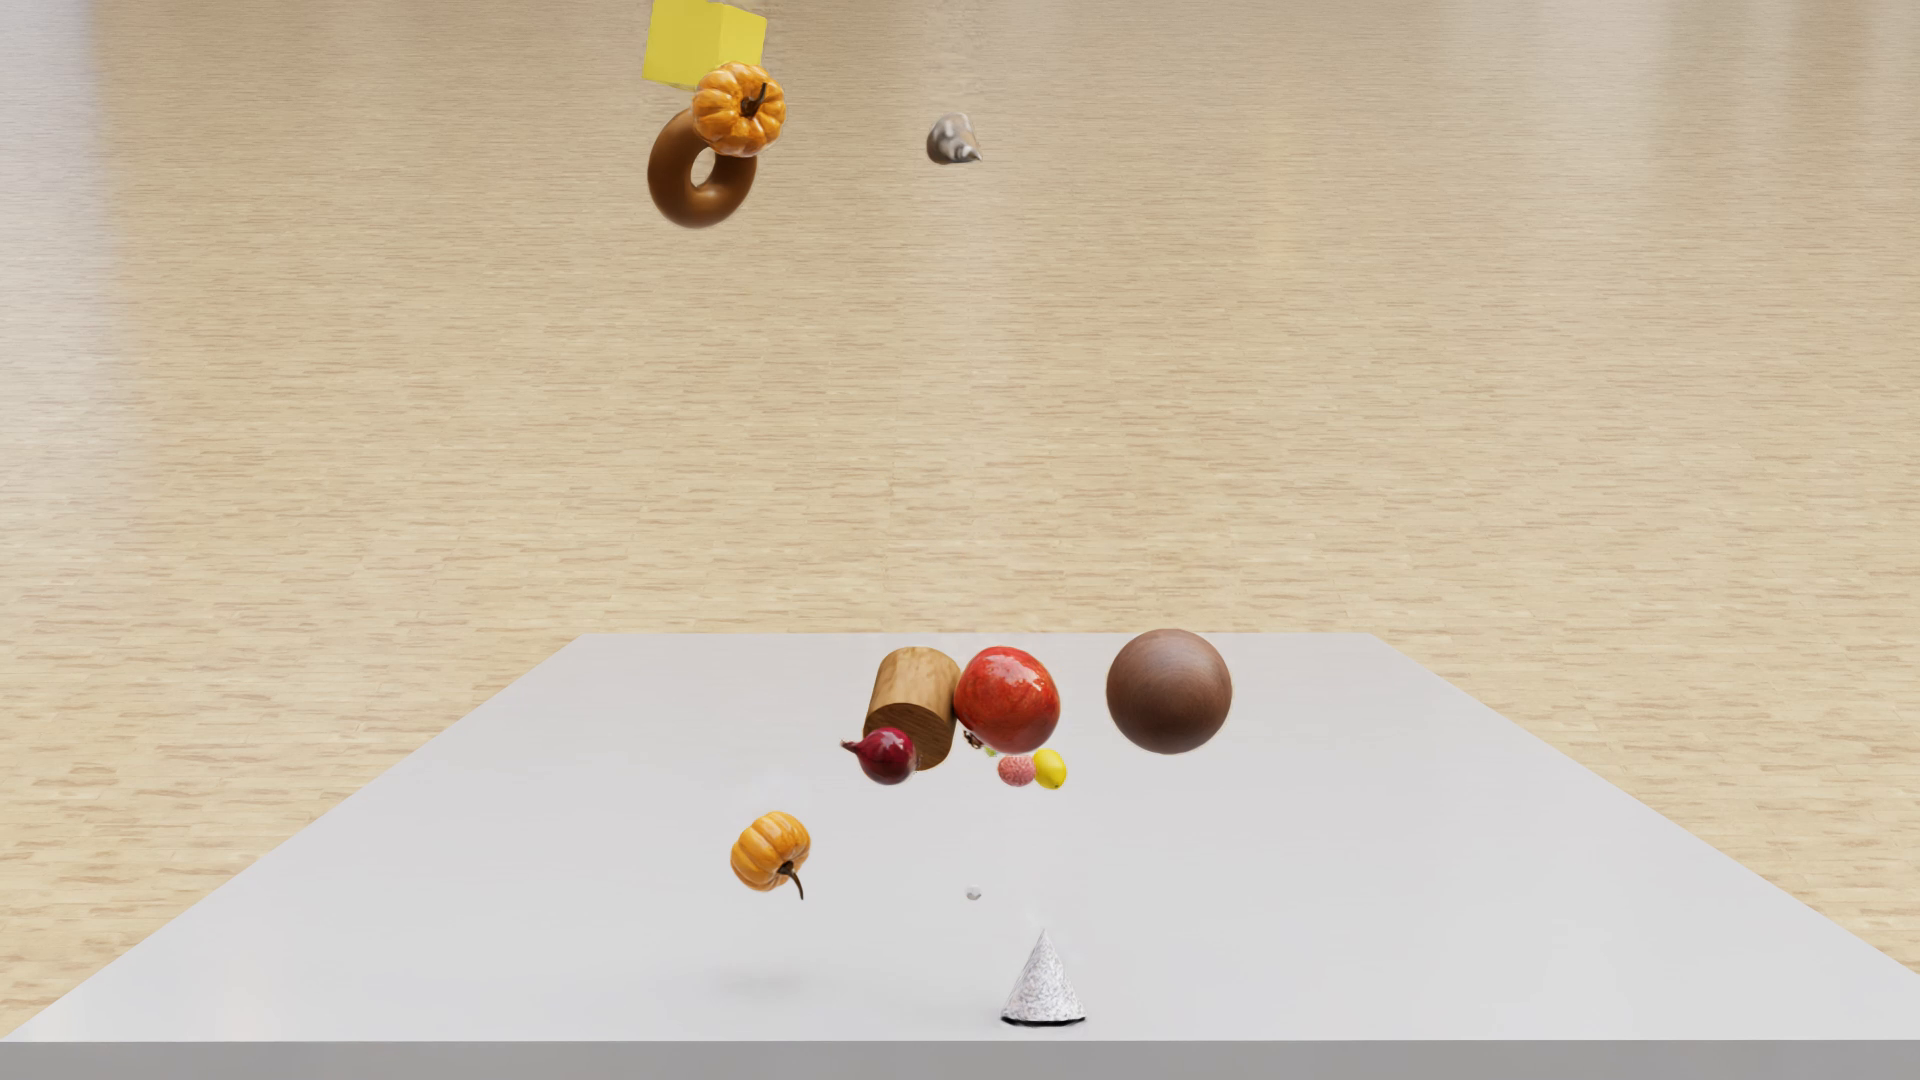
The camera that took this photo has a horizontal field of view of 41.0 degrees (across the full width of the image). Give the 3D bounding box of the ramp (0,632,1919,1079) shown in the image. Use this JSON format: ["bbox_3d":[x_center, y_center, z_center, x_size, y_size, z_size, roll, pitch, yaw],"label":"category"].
[{"bbox_3d":[0.046,0.416,4.535,2.000,0.100,4.000,0,4,0],"label":"ramp"}]

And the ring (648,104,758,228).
[{"bbox_3d":[-0.256,-0.372,2.553,0.128,0.128,0.043,-18,34,-41],"label":"ring"}]

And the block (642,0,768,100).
[{"bbox_3d":[-0.269,-0.519,2.710,0.087,0.087,0.087,12,6,25],"label":"block"}]

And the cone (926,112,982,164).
[{"bbox_3d":[0.006,-0.395,2.599,0.057,0.057,0.057,-14,39,-34],"label":"cone"}]

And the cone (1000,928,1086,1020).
[{"bbox_3d":[0.086,0.441,2.627,0.088,0.088,0.088,1,-2,0],"label":"cone"}]
